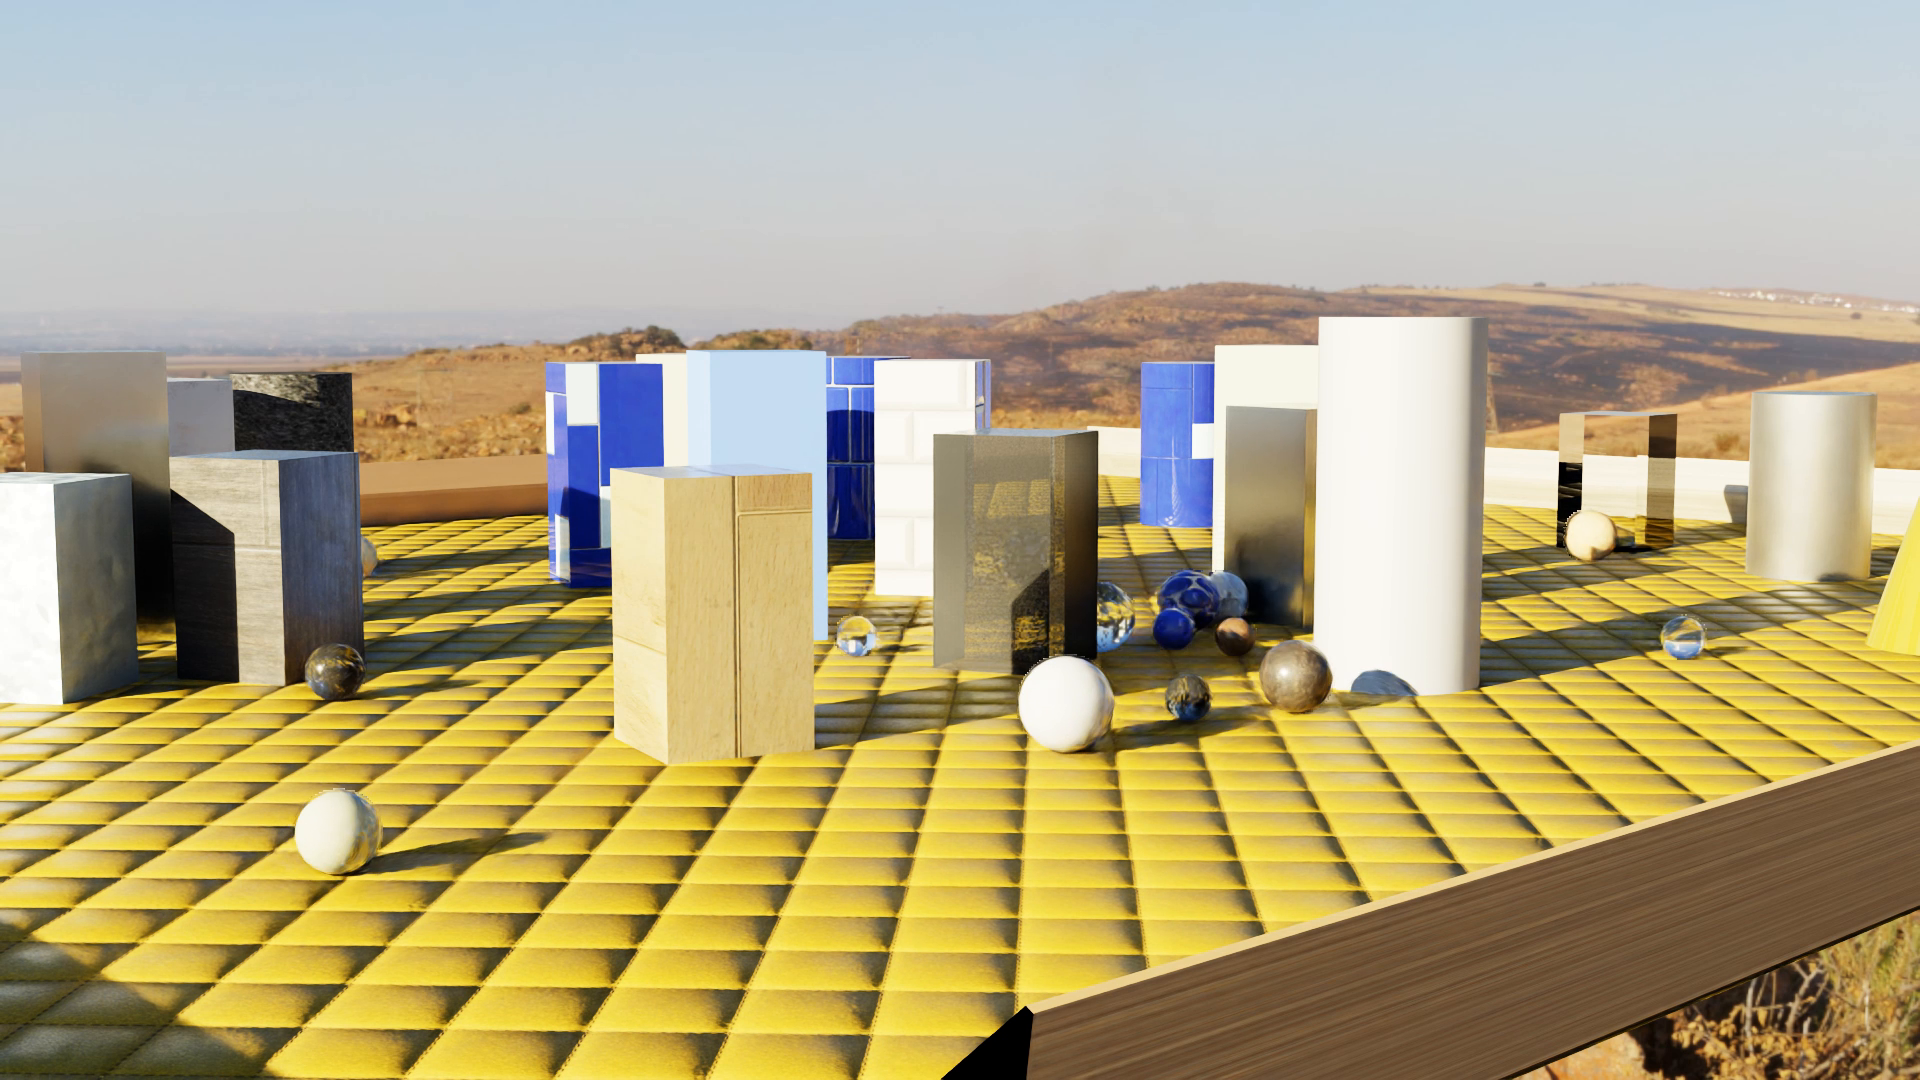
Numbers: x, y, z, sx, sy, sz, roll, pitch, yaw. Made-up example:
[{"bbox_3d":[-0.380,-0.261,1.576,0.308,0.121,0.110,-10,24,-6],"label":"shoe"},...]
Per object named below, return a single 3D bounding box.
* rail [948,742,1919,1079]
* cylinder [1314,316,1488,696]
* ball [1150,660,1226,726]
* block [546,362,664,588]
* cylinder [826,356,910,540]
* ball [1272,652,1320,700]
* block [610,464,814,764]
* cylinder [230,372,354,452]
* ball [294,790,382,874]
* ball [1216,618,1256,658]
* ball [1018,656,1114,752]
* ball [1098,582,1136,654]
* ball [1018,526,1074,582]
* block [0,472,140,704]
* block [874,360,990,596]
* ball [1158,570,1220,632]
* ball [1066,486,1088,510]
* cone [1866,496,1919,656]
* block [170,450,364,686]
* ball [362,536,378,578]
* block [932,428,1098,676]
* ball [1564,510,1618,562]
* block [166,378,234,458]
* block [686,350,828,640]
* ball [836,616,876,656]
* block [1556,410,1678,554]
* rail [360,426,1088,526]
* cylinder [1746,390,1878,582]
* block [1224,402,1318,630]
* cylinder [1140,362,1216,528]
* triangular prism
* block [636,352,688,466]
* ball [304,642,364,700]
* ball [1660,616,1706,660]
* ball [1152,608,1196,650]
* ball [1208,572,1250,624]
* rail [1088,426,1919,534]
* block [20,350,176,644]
[{"bbox_3d":[1.165,0.164,2.077,4.160,0.128,0.045,-5,8,-42],"label":"rail"},{"bbox_3d":[0.525,-0.047,2.625,0.197,0.436,0.197,0,6,0],"label":"cylinder"},{"bbox_3d":[0.248,0.171,2.387,0.081,0.081,0.081,0,6,0],"label":"ball"},{"bbox_3d":[-0.583,-0.111,3.615,0.157,0.359,0.157,-2,6,-22],"label":"block"},{"bbox_3d":[-0.195,-0.185,4.348,0.197,0.353,0.197,0,6,0],"label":"cylinder"},{"bbox_3d":[0.372,0.151,2.439,0.052,0.052,0.052,0,6,0],"label":"ball"},{"bbox_3d":[-0.254,0.070,2.251,0.157,0.282,0.157,-3,7,-28],"label":"block"},{"bbox_3d":[-1.122,-0.111,3.706,0.197,0.339,0.197,0,6,0],"label":"cylinder"},{"bbox_3d":[-0.493,0.232,1.742,0.066,0.066,0.066,0,6,0],"label":"ball"},{"bbox_3d":[0.355,0.125,2.832,0.051,0.051,0.051,0,6,0],"label":"ball"},{"bbox_3d":[0.108,0.166,2.221,0.097,0.097,0.097,0,6,0],"label":"ball"},{"bbox_3d":[0.181,0.100,2.864,0.094,0.094,0.094,0,6,0],"label":"ball"},{"bbox_3d":[0.140,0.024,3.612,0.091,0.091,0.091,0,6,0],"label":"ball"},{"bbox_3d":[-1.079,0.052,2.569,0.157,0.250,0.157,1,6,11],"label":"block"},{"bbox_3d":[-0.041,-0.103,3.502,0.157,0.365,0.157,1,6,10],"label":"block"},{"bbox_3d":[0.317,0.085,3.047,0.085,0.085,0.085,0,6,0],"label":"ball"},{"bbox_3d":[0.261,-0.092,4.905,0.053,0.053,0.053,0,6,0],"label":"ball"},{"bbox_3d":[1.307,-0.024,2.902,0.197,0.332,0.197,0,6,0],"label":"cone"},{"bbox_3d":[-0.848,0.029,2.701,0.157,0.269,0.157,2,6,20],"label":"block"},{"bbox_3d":[-1.002,0.029,3.639,0.074,0.074,0.074,0,6,0],"label":"ball"},{"bbox_3d":[0.071,0.010,2.767,0.157,0.293,0.157,3,7,25],"label":"block"},{"bbox_3d":[1.121,-0.007,3.908,0.091,0.091,0.091,0,6,0],"label":"ball"},{"bbox_3d":[-1.273,-0.089,3.525,0.157,0.334,0.157,6,8,43],"label":"block"},{"bbox_3d":[-0.279,-0.063,3.009,0.157,0.389,0.157,-2,6,-18],"label":"block"},{"bbox_3d":[-0.134,0.124,2.835,0.052,0.052,0.052,0,6,0],"label":"ball"},{"bbox_3d":[1.235,-0.112,4.135,0.157,0.252,0.157,6,8,43],"label":"block"},{"bbox_3d":[-1.165,-0.098,4.587,4.160,0.128,0.045,-5,8,-42],"label":"rail"},{"bbox_3d":[1.431,-0.094,3.701,0.197,0.306,0.197,0,6,0],"label":"cylinder"},{"bbox_3d":[0.494,-0.040,3.174,0.157,0.308,0.157,-5,8,-38],"label":"block"},{"bbox_3d":[0.475,-0.202,4.595,0.197,0.336,0.197,0,6,0],"label":"cylinder"},{"bbox_3d":[0.482,-0.113,3.479,0.170,0.390,0.148,0,6,1],"label":"triangular prism"},{"bbox_3d":[-0.474,-0.149,3.939,0.157,0.367,0.157,1,6,13],"label":"block"},{"bbox_3d":[-0.715,0.150,2.516,0.067,0.067,0.067,0,6,0],"label":"ball"},{"bbox_3d":[0.924,0.126,2.810,0.055,0.055,0.055,0,6,0],"label":"ball"},{"bbox_3d":[0.281,0.117,2.887,0.057,0.057,0.057,0,6,0],"label":"ball"},{"bbox_3d":[0.375,0.082,3.135,0.074,0.074,0.074,0,6,0],"label":"ball"},{"bbox_3d":[1.511,-0.112,4.719,0.045,0.128,3.482,-5,8,-42],"label":"rail"},{"bbox_3d":[-1.163,-0.059,2.968,0.157,0.389,0.157,-4,7,-31],"label":"block"}]
